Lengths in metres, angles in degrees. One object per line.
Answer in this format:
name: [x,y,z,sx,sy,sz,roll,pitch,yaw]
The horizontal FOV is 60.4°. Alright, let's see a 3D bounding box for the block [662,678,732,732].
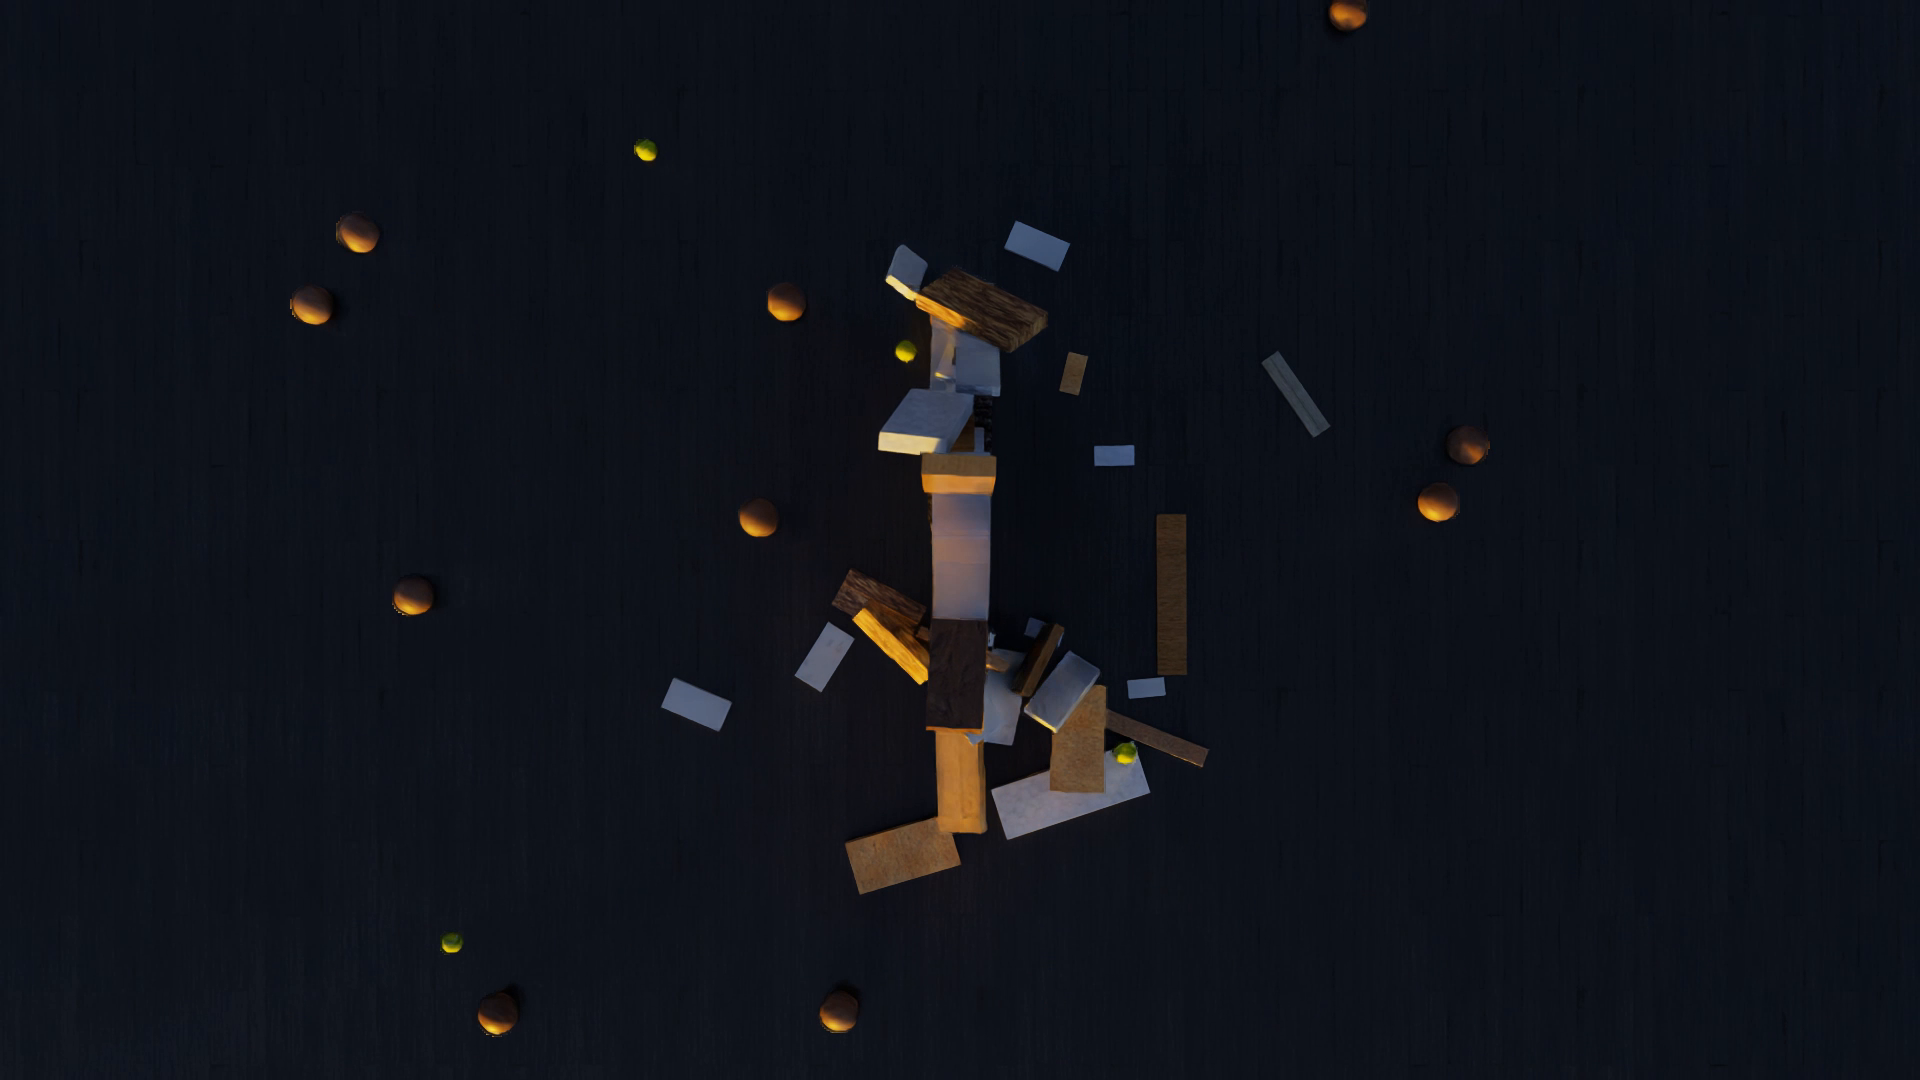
block: [-0.875,0.547,5.485,0.210,0.030,0.105,23,90,0]

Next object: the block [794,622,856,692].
block: [-0.449,0.388,5.485,0.105,0.030,0.210,32,90,0]

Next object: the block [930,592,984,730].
block: [-0.006,0.263,4.066,0.134,0.038,0.461,2,49,0]

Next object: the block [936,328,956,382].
block: [-0.010,-0.526,4.713,0.076,0.021,0.151,20,69,0]

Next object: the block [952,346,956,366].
block: [0.027,-0.565,4.709,0.076,0.021,0.151,11,69,-3]

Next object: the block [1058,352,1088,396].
block: [0.378,-0.553,5.491,0.067,0.019,0.133,14,90,0]

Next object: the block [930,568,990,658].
block: [0.001,0.154,4.252,0.147,0.042,0.294,2,90,0]

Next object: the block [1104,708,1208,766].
block: [0.608,0.642,5.485,0.446,0.017,0.061,22,83,1]

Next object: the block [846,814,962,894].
block: [-0.188,1.039,5.475,0.349,0.049,0.175,-17,90,0]

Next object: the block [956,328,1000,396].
block: [0.048,-0.538,4.561,0.121,0.456,0.034,1,129,-1]

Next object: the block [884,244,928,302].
block: [-0.154,-0.775,4.771,0.098,0.196,0.028,36,124,-16]

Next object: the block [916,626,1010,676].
block: [0.010,0.357,5.356,0.284,0.142,0.040,18,80,36]

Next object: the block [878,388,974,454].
block: [-0.081,-0.301,4.177,0.168,0.383,0.048,7,112,8]

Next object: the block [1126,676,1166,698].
block: [0.620,0.492,5.491,0.122,0.017,0.061,-6,90,0]

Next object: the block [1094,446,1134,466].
block: [0.513,-0.280,5.491,0.133,0.019,0.067,-1,90,0]

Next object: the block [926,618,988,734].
block: [-0.007,0.322,3.915,0.134,0.038,0.268,3,67,1]

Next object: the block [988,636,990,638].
block: [0.000,0.217,4.495,0.147,0.443,0.042,-2,95,0]

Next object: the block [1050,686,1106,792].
block: [0.388,0.654,5.437,0.175,0.049,0.349,1,82,3]

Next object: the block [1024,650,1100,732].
block: [0.336,0.495,5.405,0.126,0.036,0.253,31,69,22]

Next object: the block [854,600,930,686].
block: [-0.207,0.334,5.375,0.310,0.155,0.044,44,65,-1]

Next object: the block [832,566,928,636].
block: [-0.267,0.219,5.480,0.284,0.040,0.142,28,90,0]

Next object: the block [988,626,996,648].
block: [0.031,0.284,5.062,0.142,0.427,0.040,12,90,0]

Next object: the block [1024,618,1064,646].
block: [0.280,0.304,5.491,0.122,0.017,0.061,18,90,0]

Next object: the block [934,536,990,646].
block: [0.003,0.125,4.017,0.134,0.038,0.268,1,90,0]

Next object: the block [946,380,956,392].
block: [-0.004,-0.422,4.678,0.076,0.151,0.021,2,117,0]

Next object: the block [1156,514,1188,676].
block: [0.703,0.181,5.486,0.098,0.028,0.534,0,90,0]

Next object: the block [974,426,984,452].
block: [0.002,-0.234,4.247,0.121,0.242,0.034,1,114,0]

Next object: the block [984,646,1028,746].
block: [0.130,0.514,5.444,0.155,0.044,0.310,12,90,-29]

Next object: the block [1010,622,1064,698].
block: [0.252,0.390,5.395,0.036,0.126,0.253,29,82,-12]

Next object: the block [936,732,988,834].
block: [0.001,0.715,5.386,0.155,0.044,0.474,-1,92,28]

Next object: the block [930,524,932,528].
block: [0.000,-0.204,4.796,0.169,0.048,0.338,0,90,0]

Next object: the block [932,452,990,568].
block: [0.004,-0.074,4.058,0.142,0.040,0.284,0,90,0]

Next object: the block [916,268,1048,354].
block: [0.060,-0.644,4.609,0.336,0.048,0.168,30,50,27]

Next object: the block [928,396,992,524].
block: [0.000,-0.213,4.387,0.169,0.048,0.338,1,89,0]

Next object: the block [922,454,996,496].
block: [-0.003,-0.152,3.869,0.168,0.336,0.048,3,84,0]

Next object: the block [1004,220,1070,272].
block: [0.256,-0.977,5.486,0.196,0.028,0.098,23,90,0]

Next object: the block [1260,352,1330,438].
block: [1.117,-0.484,5.491,0.067,0.019,0.306,-35,90,0]

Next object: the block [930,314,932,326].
block: [0.000,-0.681,5.150,0.178,0.699,0.050,1,89,0]

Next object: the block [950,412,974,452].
block: [-0.023,-0.272,4.248,0.121,0.242,0.034,1,114,0]

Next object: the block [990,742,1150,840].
block: [0.365,0.830,5.475,0.499,0.049,0.175,-18,90,0]

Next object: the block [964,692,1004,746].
block: [0.023,0.520,5.301,0.126,0.036,0.253,-33,97,-8]

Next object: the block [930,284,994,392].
block: [0.006,-0.564,4.776,0.178,0.050,0.356,1,90,0]
